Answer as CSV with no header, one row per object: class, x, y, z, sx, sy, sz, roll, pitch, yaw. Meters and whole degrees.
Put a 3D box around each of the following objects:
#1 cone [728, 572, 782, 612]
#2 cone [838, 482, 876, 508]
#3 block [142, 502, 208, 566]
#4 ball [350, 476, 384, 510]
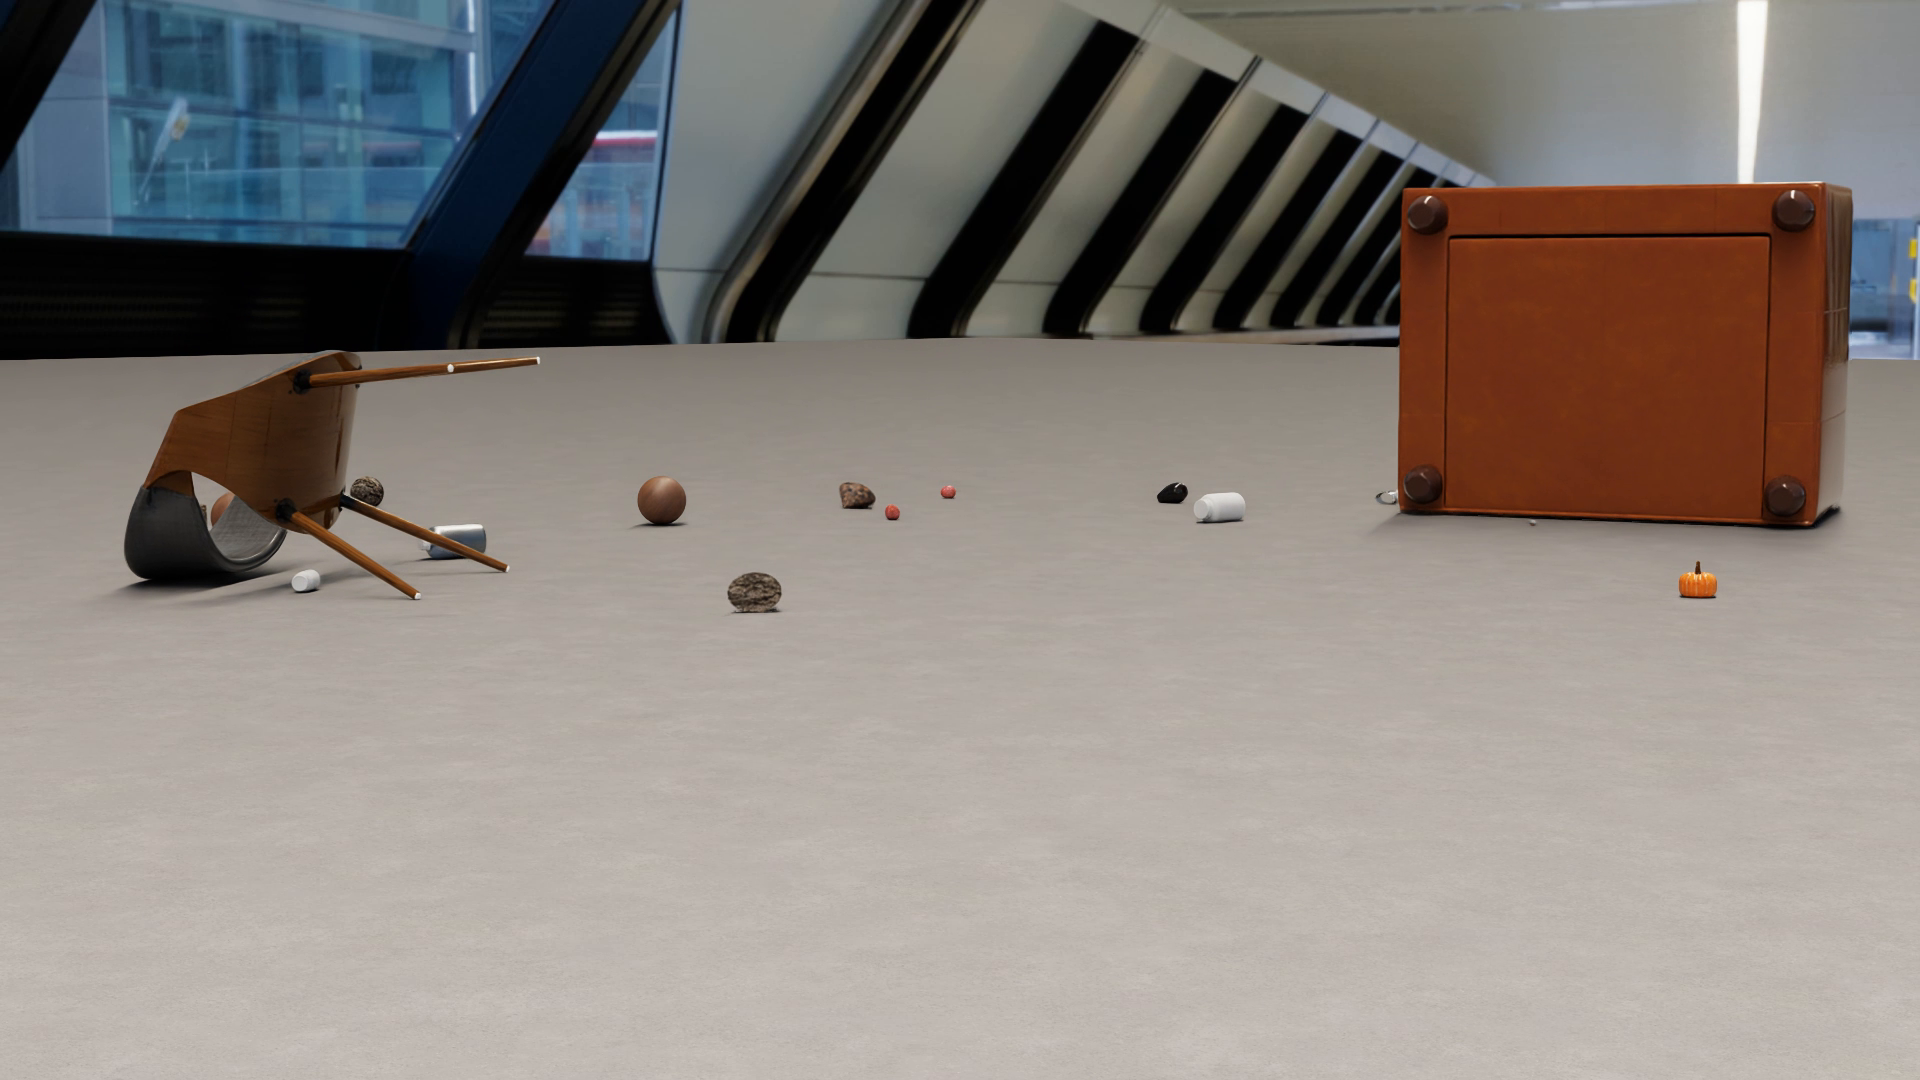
cone,-0.405,0.117,5.089,0.106,0.082,0.111,-4,-14,-3
cone,-0.312,-0.109,7.292,0.158,0.089,0.064,0,39,50
block,-1.806,-0.014,5.907,0.109,0.132,0.099,-5,8,-41
ball,-1.676,-0.133,7.250,0.093,0.093,0.093,0,6,0
